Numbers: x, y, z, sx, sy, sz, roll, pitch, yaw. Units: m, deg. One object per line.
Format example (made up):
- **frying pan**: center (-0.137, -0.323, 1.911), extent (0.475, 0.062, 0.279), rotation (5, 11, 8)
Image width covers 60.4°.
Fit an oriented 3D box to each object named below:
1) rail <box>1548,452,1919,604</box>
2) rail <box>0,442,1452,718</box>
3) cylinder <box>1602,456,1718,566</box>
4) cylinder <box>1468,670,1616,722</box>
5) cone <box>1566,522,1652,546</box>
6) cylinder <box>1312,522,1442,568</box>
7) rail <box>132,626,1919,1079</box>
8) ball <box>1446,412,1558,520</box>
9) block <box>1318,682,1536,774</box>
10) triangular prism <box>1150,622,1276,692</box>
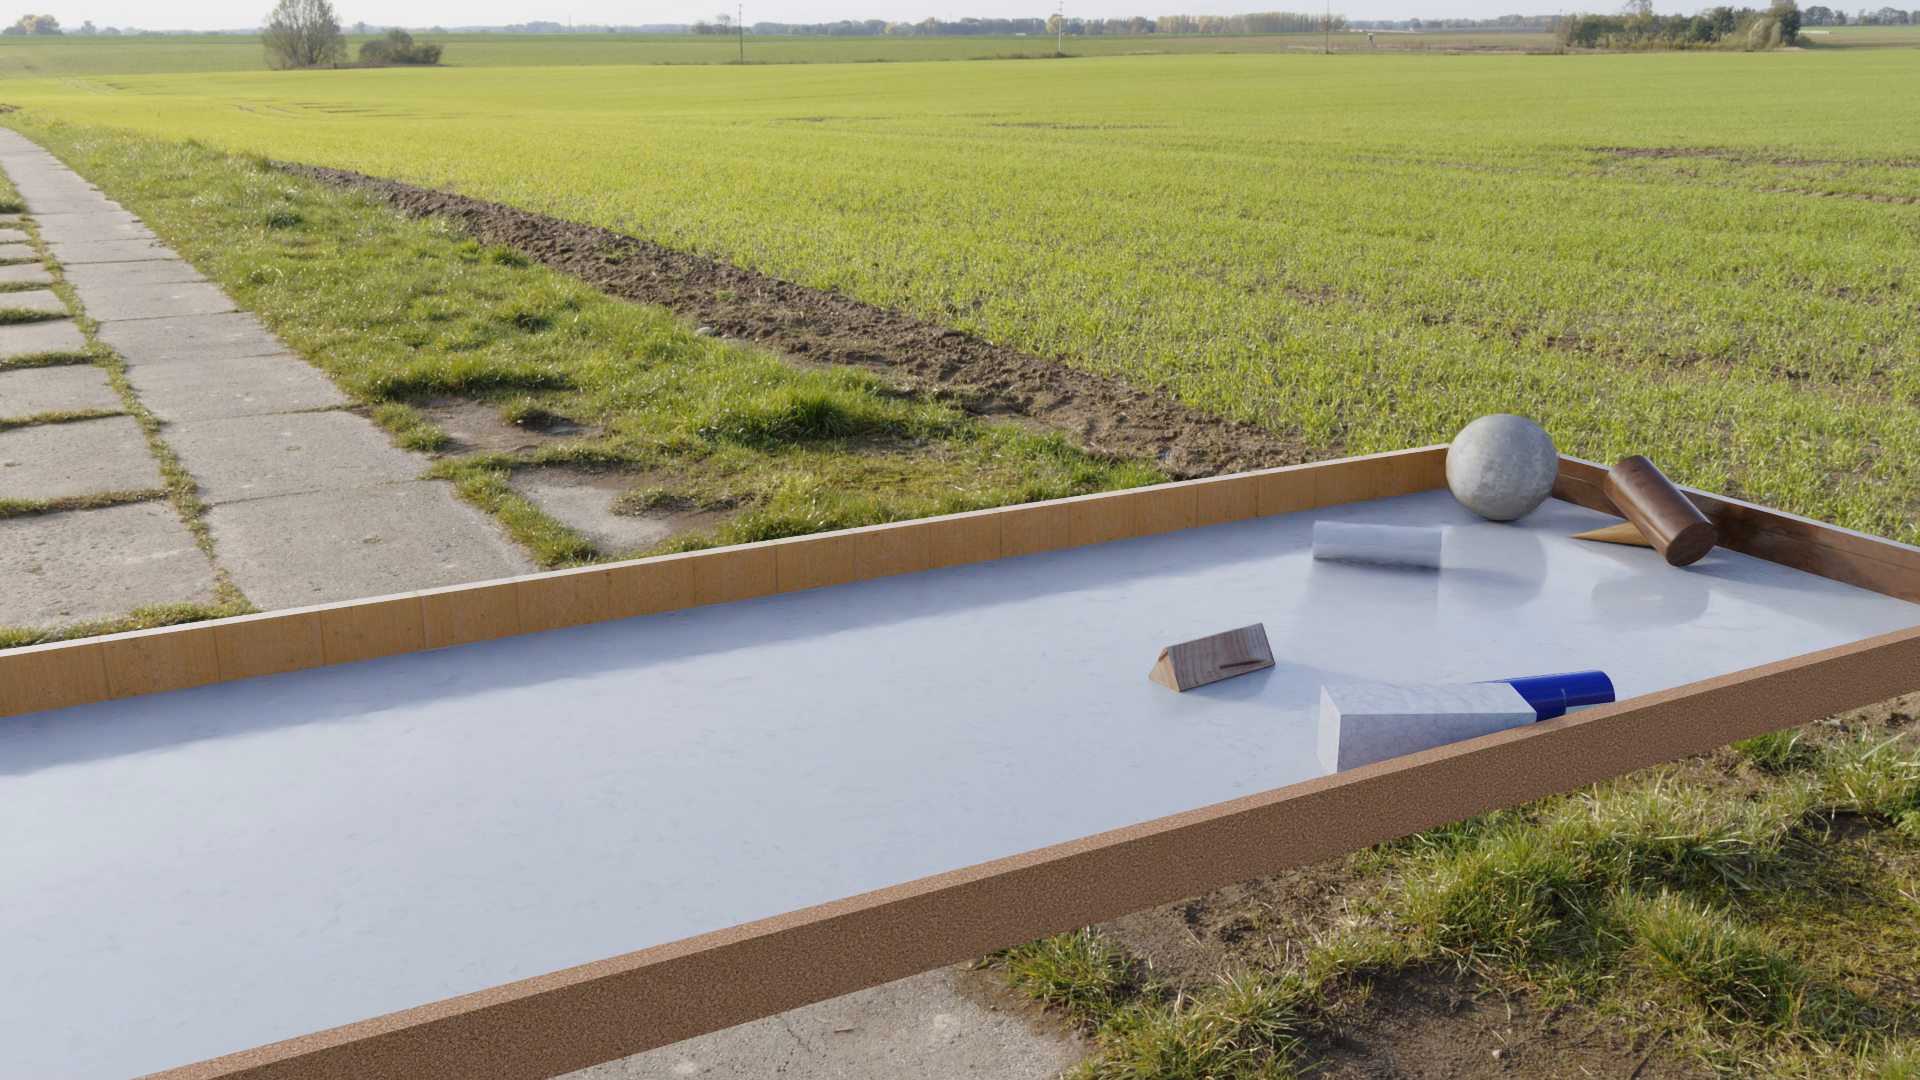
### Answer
- **rail**: center (2.466, -0.048, 5.253), extent (0.050, 0.150, 2.100), rotation (-9, 18, -27)
- **rail**: center (-3.305, 0.497, 3.399), extent (12.000, 0.150, 0.050), rotation (-9, 18, -27)
- **cylinder**: center (2.183, -0.094, 5.151), extent (0.171, 0.171, 0.349), rotation (-5, 40, -16)
- **cylinder**: center (1.305, 0.381, 3.843), extent (0.425, 0.121, 0.121), rotation (-4, 17, -14)
- **cone**: center (2.151, -0.022, 5.305), extent (0.384, 0.142, 0.142), rotation (-4, 13, 25)
- **cylinder**: center (1.289, 0.015, 5.098), extent (0.380, 0.116, 0.116), rotation (5, 17, 15)
- **rail**: center (-2.336, 1.006, 1.665), extent (12.000, 0.150, 0.050), rotation (-9, 18, -27)
- **ball**: center (1.824, -0.248, 5.558), extent (0.360, 0.360, 0.360), rotation (0, 16, 0)
- **block**: center (1.012, 0.426, 3.600), extent (0.418, 0.173, 0.173), rotation (0, 16, -1)
- **triangular prism**: center (0.644, 0.287, 4.191), extent (0.329, 0.100, 0.115), rotation (-11, 20, -33)
